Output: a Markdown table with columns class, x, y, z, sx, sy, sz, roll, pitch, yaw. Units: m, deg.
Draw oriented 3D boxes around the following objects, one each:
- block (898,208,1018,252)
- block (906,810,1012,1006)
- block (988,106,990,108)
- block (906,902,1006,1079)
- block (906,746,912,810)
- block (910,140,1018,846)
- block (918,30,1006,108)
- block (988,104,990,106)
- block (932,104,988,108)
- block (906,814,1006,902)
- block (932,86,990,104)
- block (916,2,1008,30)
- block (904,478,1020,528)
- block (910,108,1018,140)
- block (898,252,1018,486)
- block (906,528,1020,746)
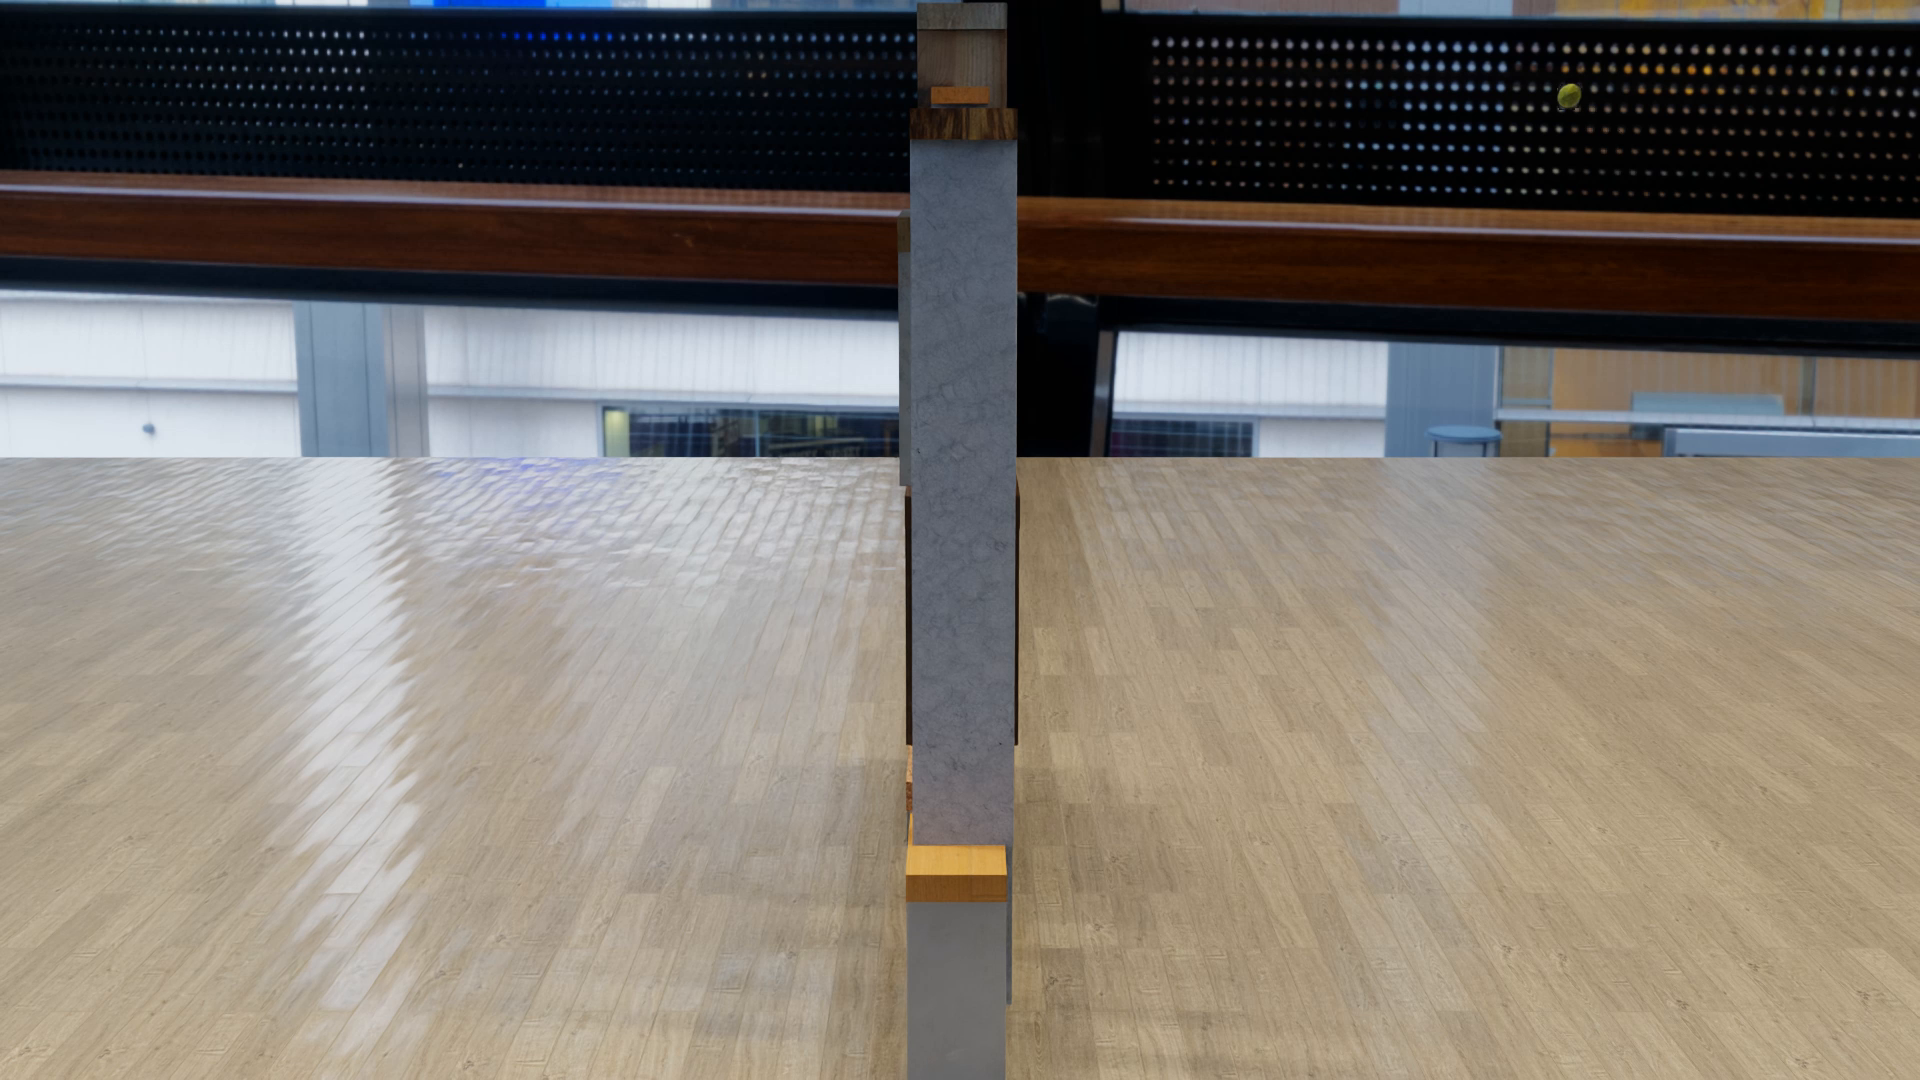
| class | x | y | z | sx | sy | sz | roll | pitch | yaw |
| --- | --- | --- | --- | --- | --- | --- | --- | --- | --- |
| block | -0.004 | -0.474 | 3.357 | 0.175 | 0.049 | 0.349 | 0 | 11 | 0 |
| block | 0.000 | 0.524 | 3.194 | 0.152 | 0.303 | 0.043 | 0 | 11 | 0 |
| block | 0.003 | -0.560 | 3.248 | 0.079 | 0.158 | 0.022 | 0 | 11 | 0 |
| block | -0.005 | 0.593 | 2.933 | 0.131 | 0.263 | 0.037 | 0 | 11 | 0 |
| block | 0.000 | 0.335 | 3.262 | 0.152 | 0.043 | 0.303 | 0 | 11 | 0 |
| block | 0.004 | -0.052 | 2.910 | 0.137 | 0.940 | 0.039 | 0 | 11 | 0 |
| block | 0.003 | -0.651 | 3.417 | 0.138 | 0.275 | 0.039 | 0 | 11 | 0 |
| block | 0.003 | -0.658 | 3.283 | 0.079 | 0.022 | 0.158 | 0 | 11 | 0 |
| block | 0.000 | -0.451 | 3.101 | 0.080 | 0.322 | 0.023 | 0 | 11 | -1 |
| block | -0.005 | 0.430 | 2.992 | 0.131 | 0.037 | 0.263 | 0 | 11 | 0 |
| block | 0.002 | -0.630 | 3.122 | 0.080 | 0.023 | 0.160 | 0 | 10 | 1 |
| block | 0.003 | -0.822 | 3.478 | 0.138 | 0.039 | 0.275 | 0 | 11 | 0 |
| block | 0.003 | -0.071 | 3.361 | 0.168 | 0.048 | 0.336 | 0 | 11 | 0 |
| block | 0.004 | -0.551 | 2.910 | 0.137 | 0.039 | 0.274 | 0 | 11 | 0 |
| block | -0.003 | -0.257 | 3.279 | 0.175 | 0.349 | 0.049 | 0 | 11 | 0 |
| block | 0.003 | 0.138 | 3.286 | 0.168 | 0.336 | 0.048 | 0 | 11 | 0 |
